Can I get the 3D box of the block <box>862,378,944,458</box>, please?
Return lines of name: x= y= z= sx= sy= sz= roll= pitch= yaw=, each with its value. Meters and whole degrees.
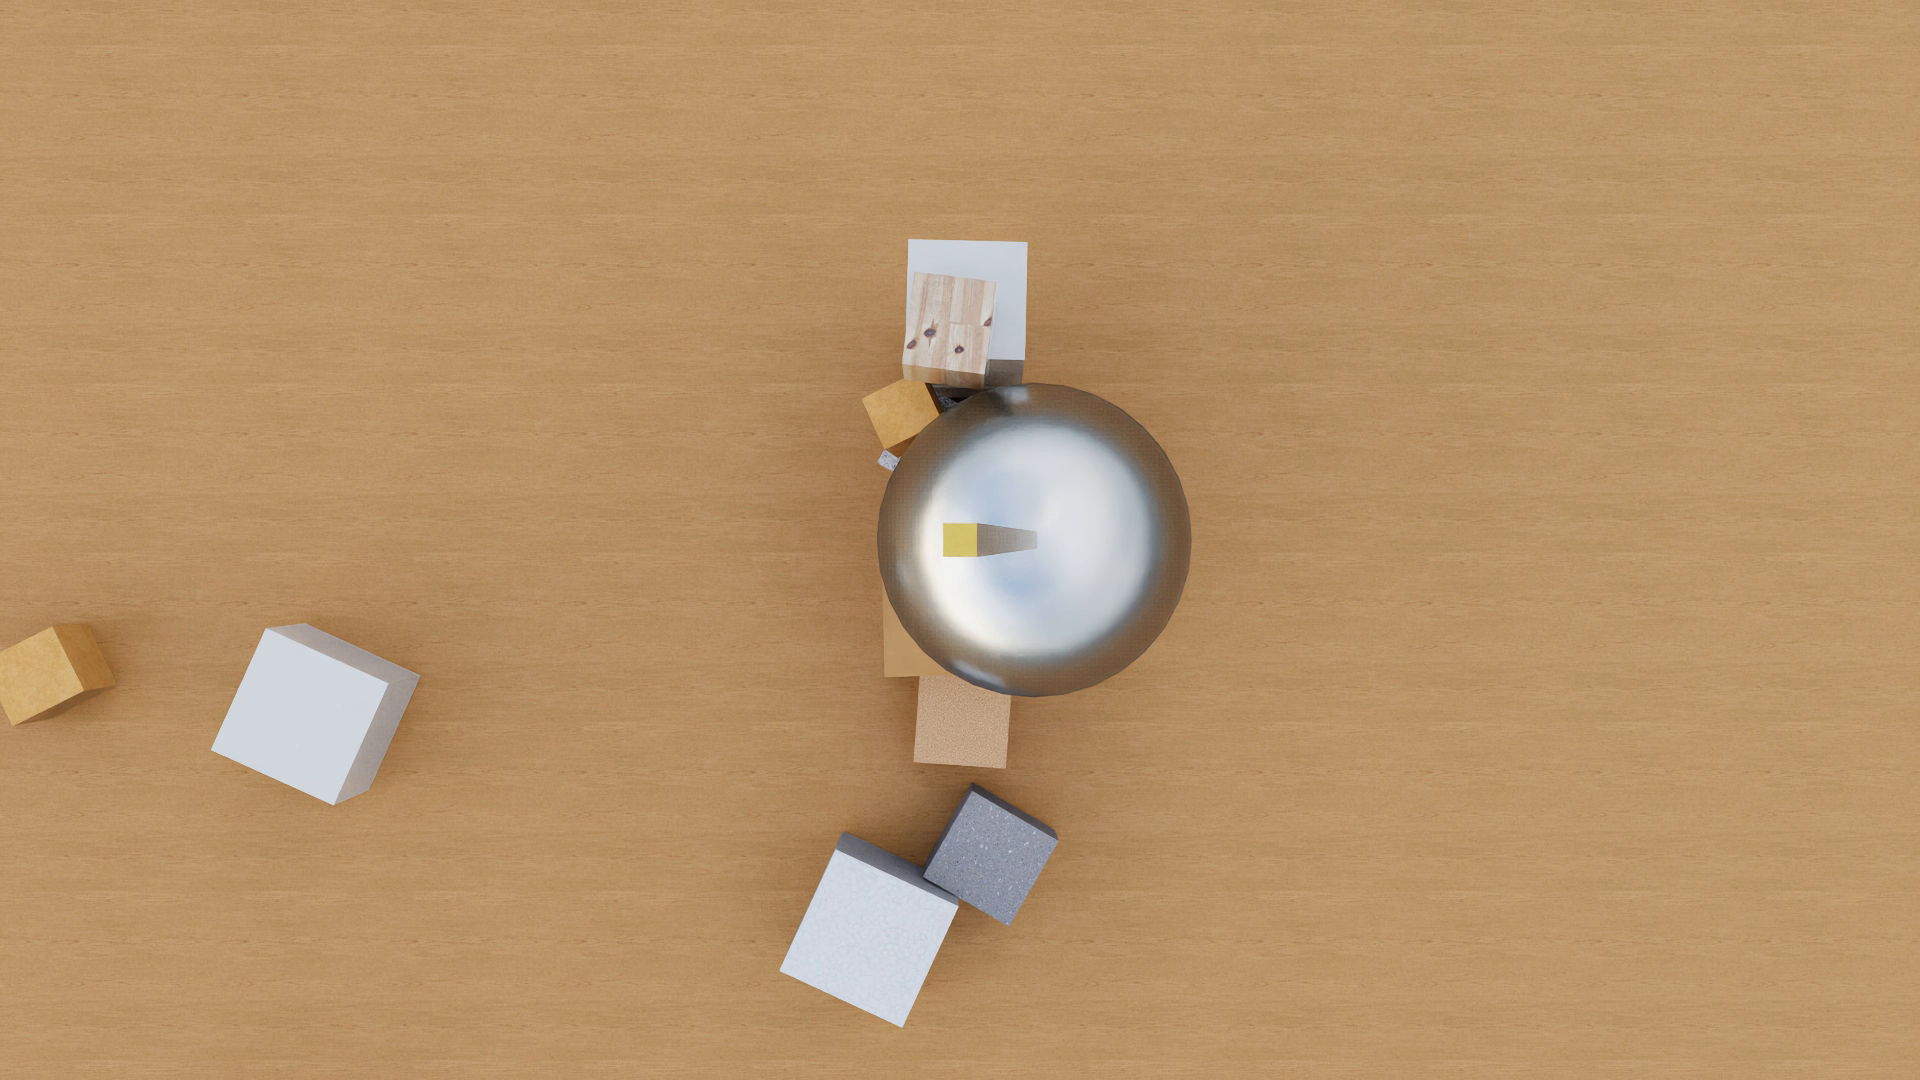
block: x=-0.274 y=-0.659 z=11.597 sx=0.333 sy=0.364 sz=0.296 roll=-26 pitch=82 yaw=6

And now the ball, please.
ball: x=0.374 y=0.000 z=11.163 sx=1.600 sy=1.600 sz=1.600 roll=0 pitch=90 yaw=0

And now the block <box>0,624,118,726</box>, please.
block: x=-5.275 y=0.775 z=12.752 sx=0.455 sy=0.496 sz=0.410 roll=-27 pitch=90 yaw=0

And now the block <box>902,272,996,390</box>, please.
block: x=-0.052 y=-1.040 z=10.970 sx=0.406 sy=0.411 sz=0.465 roll=7 pitch=83 yaw=1

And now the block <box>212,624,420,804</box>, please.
block: x=-3.683 y=0.986 z=12.634 sx=0.751 sy=0.733 sz=0.746 roll=24 pitch=90 yaw=0

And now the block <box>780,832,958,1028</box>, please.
block: x=-0.506 y=2.214 z=12.610 sx=0.753 sy=0.781 sz=0.743 roll=25 pitch=90 yaw=0

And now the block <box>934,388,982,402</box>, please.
block: x=-0.011 y=-1.034 z=12.710 sx=0.476 sy=0.522 sz=0.522 roll=-1 pitch=83 yaw=0

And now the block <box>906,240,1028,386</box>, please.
block: x=0.034 y=-1.183 z=11.563 sx=0.608 sy=0.732 sz=0.612 roll=1 pitch=83 yaw=0

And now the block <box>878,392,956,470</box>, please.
block: x=-0.144 y=-0.531 z=12.039 sx=0.418 sy=0.500 sz=0.482 roll=28 pitch=90 yaw=0

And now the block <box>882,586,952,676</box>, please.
block: x=-0.036 y=0.386 z=12.575 sx=0.781 sy=0.850 sz=0.720 roll=-2 pitch=90 yaw=0

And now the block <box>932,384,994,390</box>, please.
block: x=-0.008 y=-1.180 z=12.198 sx=0.544 sy=0.530 sz=0.586 roll=2 pitch=83 yaw=0

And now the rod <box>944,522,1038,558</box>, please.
rod: x=0.162 y=0.000 z=7.769 sx=0.080 sy=5.200 sz=0.080 roll=0 pitch=90 yaw=4

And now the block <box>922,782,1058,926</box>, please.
block: x=0.175 y=1.815 z=12.758 sx=0.568 sy=0.484 sz=0.563 roll=30 pitch=90 yaw=0

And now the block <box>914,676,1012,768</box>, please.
block: x=0.017 y=1.028 z=12.757 sx=0.527 sy=0.485 sz=0.510 roll=4 pitch=90 yaw=0
